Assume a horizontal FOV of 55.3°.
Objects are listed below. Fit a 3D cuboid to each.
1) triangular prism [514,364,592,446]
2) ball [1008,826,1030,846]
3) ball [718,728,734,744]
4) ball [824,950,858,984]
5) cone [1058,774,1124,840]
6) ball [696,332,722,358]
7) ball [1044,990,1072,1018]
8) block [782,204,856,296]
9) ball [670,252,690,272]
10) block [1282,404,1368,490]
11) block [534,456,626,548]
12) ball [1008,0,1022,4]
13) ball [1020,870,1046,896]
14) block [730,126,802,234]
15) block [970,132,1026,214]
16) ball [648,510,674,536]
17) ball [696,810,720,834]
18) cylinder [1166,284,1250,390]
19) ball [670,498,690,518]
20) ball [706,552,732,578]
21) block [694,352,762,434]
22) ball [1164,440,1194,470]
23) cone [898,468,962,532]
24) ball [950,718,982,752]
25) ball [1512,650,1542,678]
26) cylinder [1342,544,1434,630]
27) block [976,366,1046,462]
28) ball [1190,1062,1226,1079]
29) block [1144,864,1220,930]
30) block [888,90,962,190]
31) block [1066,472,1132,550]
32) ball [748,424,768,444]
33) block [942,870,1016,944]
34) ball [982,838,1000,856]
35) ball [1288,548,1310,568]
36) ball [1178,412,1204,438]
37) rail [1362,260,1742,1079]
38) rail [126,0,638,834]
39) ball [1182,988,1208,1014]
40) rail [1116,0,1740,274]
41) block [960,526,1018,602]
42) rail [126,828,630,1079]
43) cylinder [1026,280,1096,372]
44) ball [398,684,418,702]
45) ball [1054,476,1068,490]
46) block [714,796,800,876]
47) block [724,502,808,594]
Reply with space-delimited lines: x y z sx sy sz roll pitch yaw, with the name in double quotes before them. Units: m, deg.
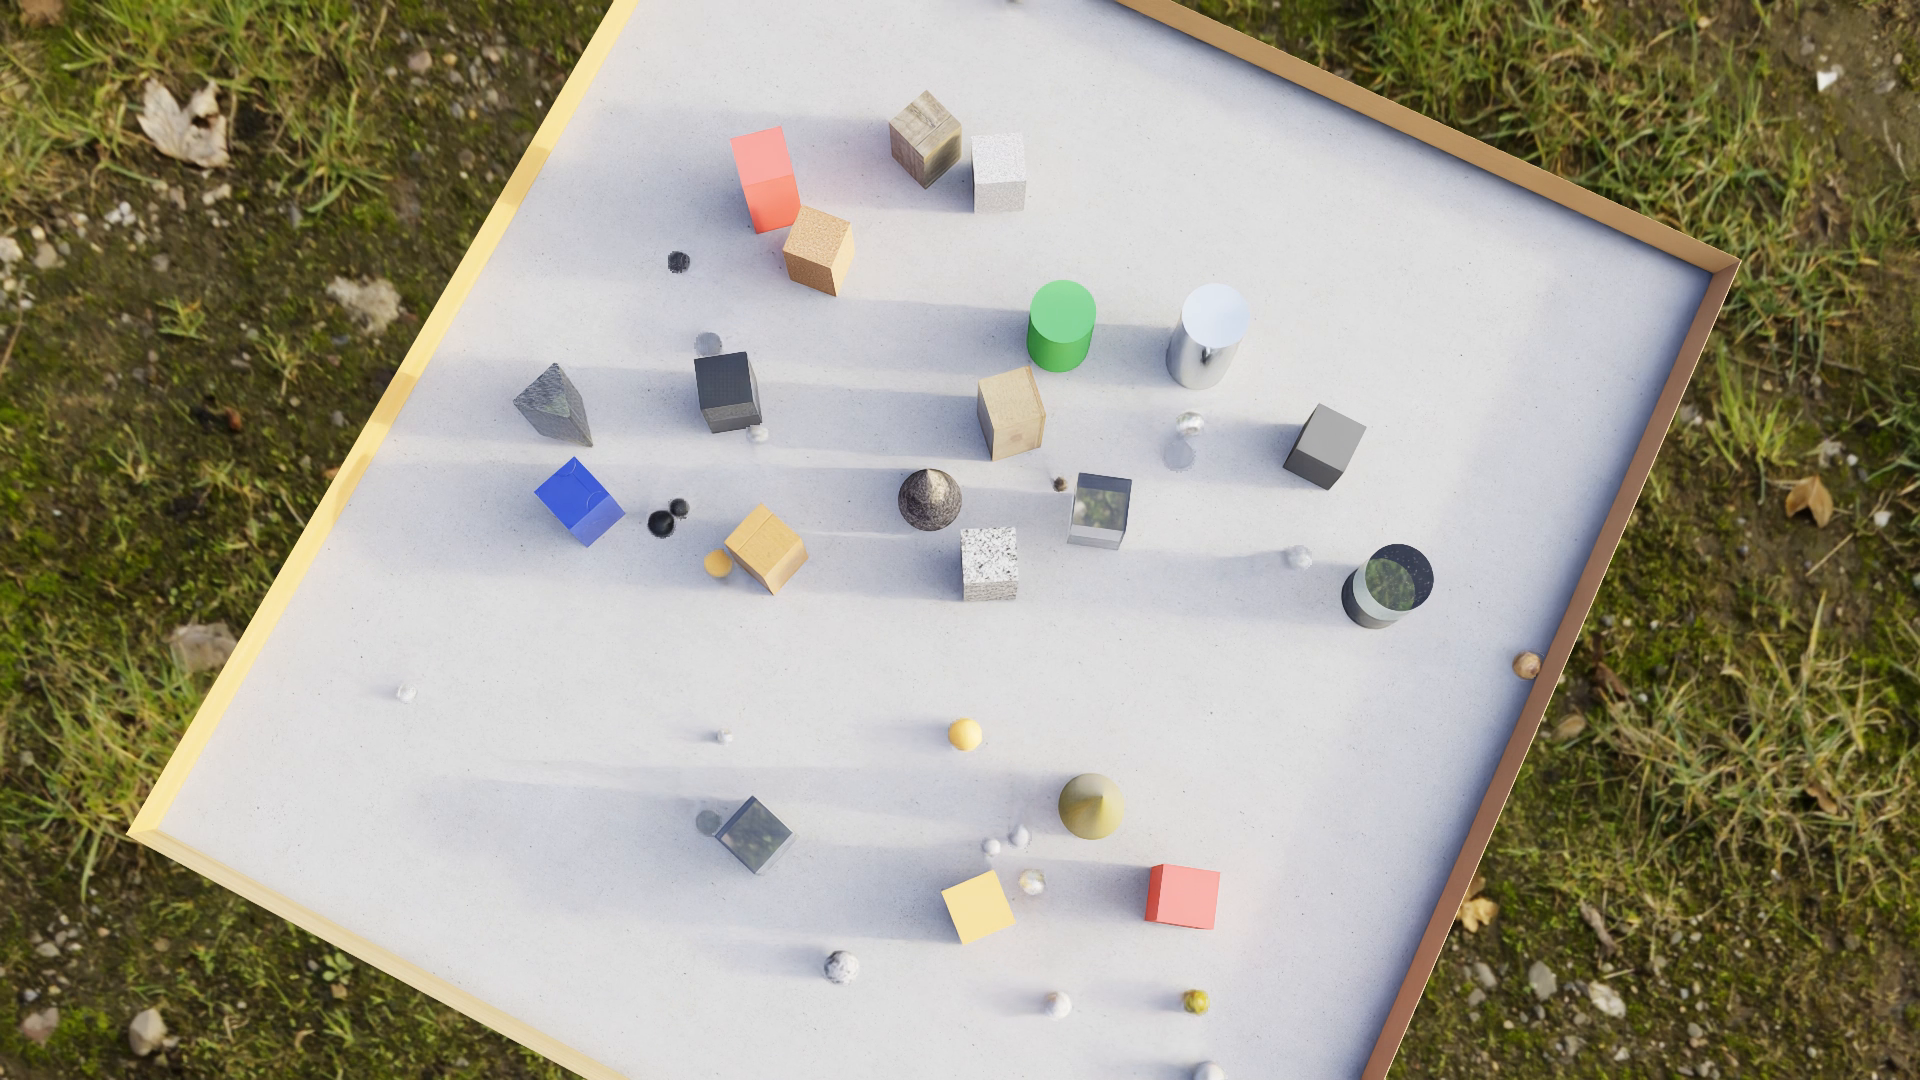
"triangular prism" -1.202 -0.415 5.525 0.171 0.348 0.148 15 79 3
"ball" 0.173 0.874 5.405 0.060 0.060 0.060 0 78 0
"ball" -0.701 0.585 5.472 0.046 0.046 0.046 0 78 0
"ball" -0.343 1.239 5.310 0.099 0.099 0.099 0 78 0
"cone" 0.391 0.747 5.231 0.198 0.452 0.198 0 78 0
"ball" -0.779 -0.606 5.701 0.080 0.080 0.080 0 78 0
"ball" 0.282 1.343 5.298 0.079 0.079 0.079 0 78 0
"block" -0.434 -0.892 5.668 0.158 0.261 0.158 21 79 4
"ball" -0.880 -0.875 5.765 0.064 0.064 0.064 0 78 0
"block" 1.103 -0.280 5.553 0.158 0.237 0.158 28 80 5
"block" -1.139 -0.111 5.504 0.158 0.266 0.158 -43 81 -8
"ball" 0.178 -1.786 5.941 0.089 0.089 0.089 0 78 0
"ball" 0.213 1.004 5.372 0.073 0.073 0.073 0 78 0
"block" -0.590 -1.104 5.648 0.158 0.386 0.158 -15 79 -3
"block" 0.119 -1.145 5.730 0.158 0.243 0.158 -4 78 -1
"ball" -0.911 -0.052 5.587 0.079 0.079 0.079 0 78 0
"ball" -0.744 0.832 5.408 0.072 0.072 0.072 0 78 0
"cylinder" 0.742 -0.607 5.522 0.198 0.431 0.198 0 78 0
"ball" -0.858 -0.099 5.606 0.062 0.062 0.062 0 78 0
"ball" -0.731 0.073 5.561 0.080 0.080 0.080 0 78 0
"block" -0.702 -0.446 5.569 0.158 0.274 0.158 -9 78 -2
"ball" 0.672 -0.261 5.624 0.092 0.092 0.092 0 78 0
"cone" -0.092 -0.164 5.448 0.198 0.396 0.198 0 78 0
"ball" 0.018 0.581 5.447 0.097 0.097 0.097 0 78 0
"ball" 1.701 0.375 5.497 0.084 0.084 0.084 0 78 0
"cylinder" 1.260 0.141 5.416 0.198 0.335 0.198 0 78 0
"block" 0.151 -0.376 5.505 0.158 0.372 0.158 -17 79 -3
"ball" 0.711 1.545 5.246 0.099 0.099 0.099 0 78 0
"block" 0.632 1.020 5.233 0.158 0.338 0.158 8 78 2
"block" -0.107 -1.252 5.746 0.158 0.255 0.158 -43 81 -8
"block" 0.416 -0.083 5.491 0.158 0.279 0.158 8 78 2
"ball" -0.623 -0.327 5.653 0.062 0.062 0.062 0 78 0
"block" 0.052 1.050 5.233 0.158 0.325 0.158 -22 79 -4
"ball" 0.092 0.905 5.402 0.053 0.053 0.053 0 78 0
"ball" 1.032 0.054 5.572 0.065 0.065 0.065 0 78 0
"ball" 0.712 -0.357 5.649 0.081 0.081 0.081 0 78 0
"rail" 1.562 0.771 5.390 0.045 0.128 3.733 26 80 5
"rail" -1.562 -0.758 5.707 0.045 0.128 3.733 26 80 5
"ball" 0.679 1.336 5.303 0.073 0.073 0.073 0 78 0
"rail" 0.824 -1.607 5.883 3.540 0.128 0.045 26 80 5
"block" 0.085 0.075 5.438 0.158 0.319 0.158 -3 78 -1
"rail" -0.824 1.621 5.215 3.540 0.128 0.045 26 80 5
"cylinder" 0.307 -0.650 5.597 0.198 0.301 0.198 0 78 0
"ball" -1.656 0.458 5.494 0.054 0.054 0.054 0 78 0
"ball" 0.310 -0.174 5.631 0.042 0.042 0.042 0 78 0
"block" -0.586 0.859 5.315 0.158 0.243 0.158 42 81 8
"block" -0.573 0.030 5.457 0.158 0.301 0.158 41 81 8
